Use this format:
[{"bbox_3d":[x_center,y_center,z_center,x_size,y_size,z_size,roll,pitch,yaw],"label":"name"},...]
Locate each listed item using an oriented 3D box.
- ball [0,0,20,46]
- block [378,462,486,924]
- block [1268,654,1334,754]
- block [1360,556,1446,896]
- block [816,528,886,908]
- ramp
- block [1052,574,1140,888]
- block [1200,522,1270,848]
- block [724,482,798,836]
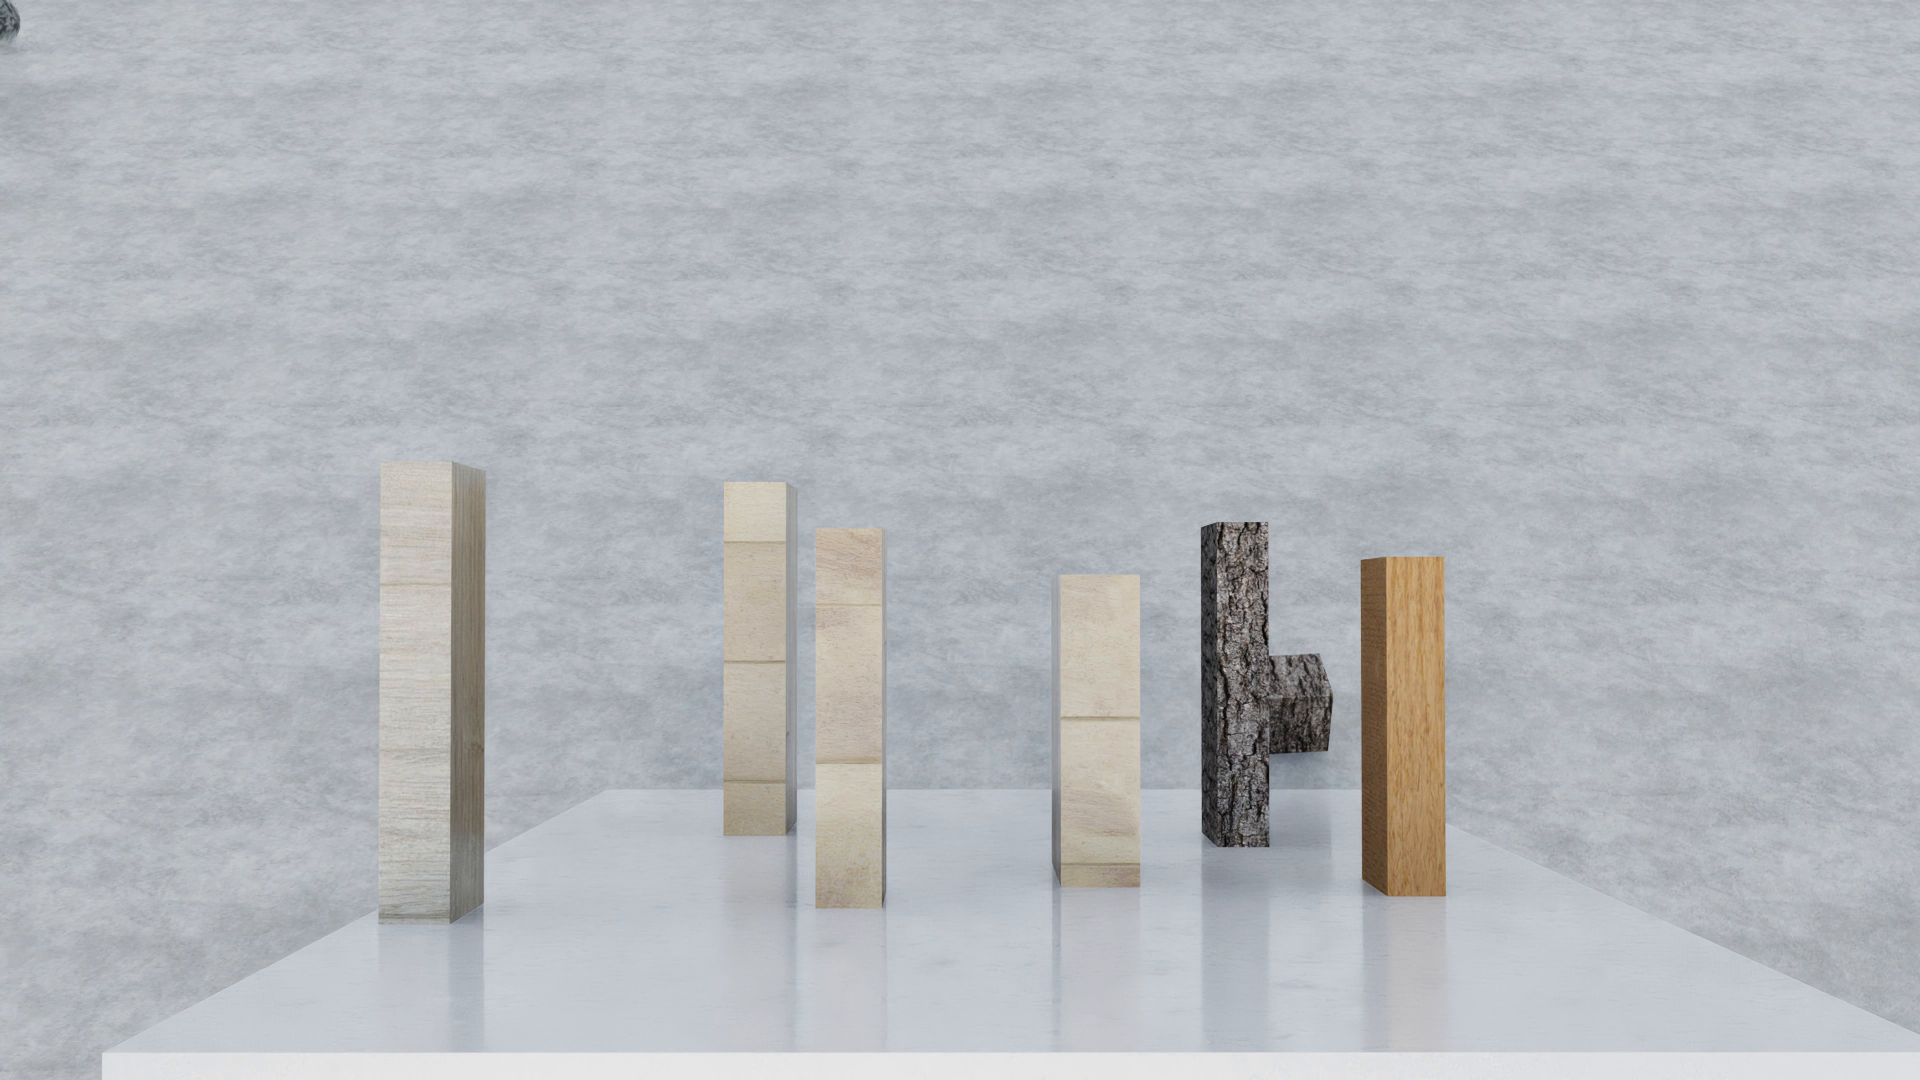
[{"bbox_3d":[-4.082,-2.195,10.973,0.207,0.207,0.207,0,34,0],"label":"ball"},{"bbox_3d":[-0.825,0.234,4.070,0.107,0.700,0.283,0,-1,0],"label":"block"},{"bbox_3d":[0.898,0.447,7.076,0.190,0.190,0.190,-3,34,-4],"label":"block"},{"bbox_3d":[0.756,0.312,4.440,0.096,0.562,0.276,0,-1,0],"label":"block"},{"bbox_3d":[-0.177,0.287,4.267,0.105,0.604,0.272,0,-1,0],"label":"block"},{"bbox_3d":[0.075,0.653,4.794,2.000,0.100,4.000,0,-1,0],"label":"ramp"},{"bbox_3d":[0.240,0.332,4.663,0.136,0.534,0.444,0,-1,0],"label":"block"},{"bbox_3d":[0.565,0.292,5.351,0.103,0.648,0.347,0,-1,0],"label":"block"},{"bbox_3d":[-0.430,0.253,5.631,0.130,0.741,0.390,0,-1,0],"label":"block"}]
